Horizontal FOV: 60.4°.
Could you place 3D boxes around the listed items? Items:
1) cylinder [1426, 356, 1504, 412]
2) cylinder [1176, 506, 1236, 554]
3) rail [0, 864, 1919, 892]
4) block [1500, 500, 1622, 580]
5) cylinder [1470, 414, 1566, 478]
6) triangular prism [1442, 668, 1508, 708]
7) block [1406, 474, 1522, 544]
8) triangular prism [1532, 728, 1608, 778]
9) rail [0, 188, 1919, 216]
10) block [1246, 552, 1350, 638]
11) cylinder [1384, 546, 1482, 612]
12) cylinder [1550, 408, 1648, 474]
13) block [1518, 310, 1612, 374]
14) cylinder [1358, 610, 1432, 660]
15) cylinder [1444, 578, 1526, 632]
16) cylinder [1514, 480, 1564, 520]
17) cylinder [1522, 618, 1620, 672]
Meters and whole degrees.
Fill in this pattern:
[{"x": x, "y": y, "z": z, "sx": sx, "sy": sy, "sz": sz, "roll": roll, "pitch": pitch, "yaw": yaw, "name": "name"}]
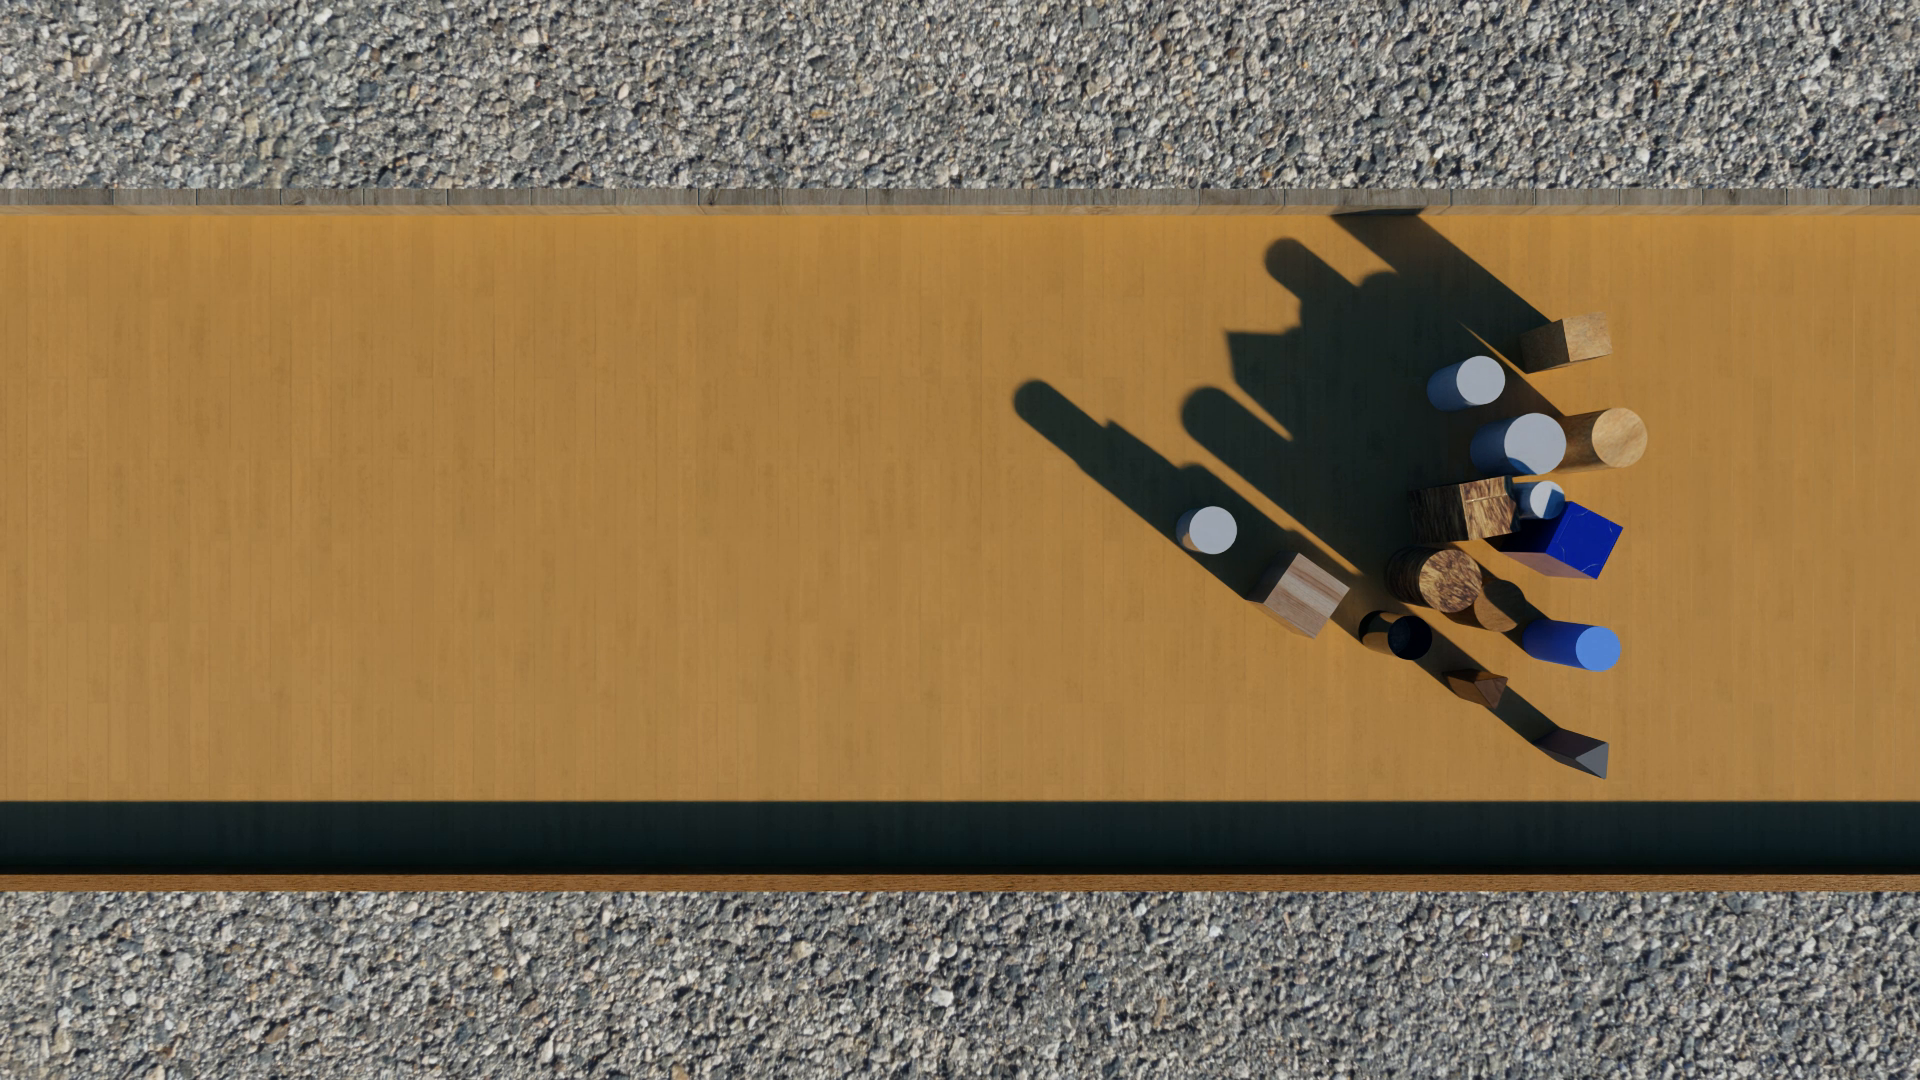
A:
[{"x": 1.507, "y": -0.463, "z": 4.925, "sx": 0.141, "sy": 0.302, "sz": 0.141, "roll": 0, "pitch": 90, "yaw": 0, "name": "cylinder"}, {"x": 0.733, "y": -0.028, "z": 4.926, "sx": 0.138, "sy": 0.302, "sz": 0.138, "roll": 0, "pitch": 90, "yaw": 0, "name": "cylinder"}, {"x": -2.247, "y": 1.025, "z": 5.001, "sx": 12.000, "sy": 0.150, "sz": 0.050, "roll": 0, "pitch": 90, "yaw": 0, "name": "rail"}, {"x": 1.770, "y": 0.000, "z": 4.877, "sx": 0.166, "sy": 0.397, "sz": 0.166, "roll": 27, "pitch": 90, "yaw": 0, "name": "block"}, {"x": 1.659, "y": -0.277, "z": 4.917, "sx": 0.179, "sy": 0.319, "sz": 0.179, "roll": 0, "pitch": 90, "yaw": 0, "name": "cylinder"}, {"x": 1.544, "y": 0.422, "z": 4.913, "sx": 0.084, "sy": 0.327, "sz": 0.097, "roll": -38, "pitch": 90, "yaw": 0, "name": "triangular prism"}, {"x": 1.489, "y": -0.088, "z": 4.892, "sx": 0.164, "sy": 0.345, "sz": 0.164, "roll": -10, "pitch": 90, "yaw": -10, "name": "block"}, {"x": 1.826, "y": 0.617, "z": 4.893, "sx": 0.104, "sy": 0.367, "sz": 0.090, "roll": 34, "pitch": 90, "yaw": 0, "name": "triangular prism"}, {"x": -2.247, "y": -1.025, "z": 5.002, "sx": 12.000, "sy": 0.150, "sz": 0.050, "roll": 0, "pitch": 90, "yaw": 0, "name": "rail"}, {"x": 1.001, "y": 0.162, "z": 4.921, "sx": 0.180, "sy": 0.312, "sz": 0.180, "roll": 35, "pitch": 90, "yaw": 0, "name": "block"}, {"x": 1.395, "y": 0.113, "z": 4.886, "sx": 0.179, "sy": 0.377, "sz": 0.179, "roll": 0, "pitch": 91, "yaw": -1, "name": "cylinder"}, {"x": 1.867, "y": -0.291, "z": 4.899, "sx": 0.173, "sy": 0.332, "sz": 0.173, "roll": 0, "pitch": 89, "yaw": -9, "name": "cylinder"}, {"x": 1.793, "y": -0.582, "z": 4.894, "sx": 0.125, "sy": 0.366, "sz": 0.125, "roll": -11, "pitch": 90, "yaw": 0, "name": "block"}, {"x": 1.291, "y": 0.281, "z": 4.904, "sx": 0.128, "sy": 0.345, "sz": 0.128, "roll": 0, "pitch": 90, "yaw": 0, "name": "cylinder"}, {"x": 1.558, "y": 0.188, "z": 4.922, "sx": 0.152, "sy": 0.304, "sz": 0.152, "roll": 0, "pitch": 91, "yaw": -2, "name": "cylinder"}, {"x": 1.640, "y": -0.114, "z": 4.885, "sx": 0.110, "sy": 0.369, "sz": 0.110, "roll": 0, "pitch": 90, "yaw": -11, "name": "cylinder"}, {"x": 1.794, "y": 0.306, "z": 4.856, "sx": 0.127, "sy": 0.441, "sz": 0.127, "roll": 0, "pitch": 90, "yaw": 0, "name": "cylinder"}]
